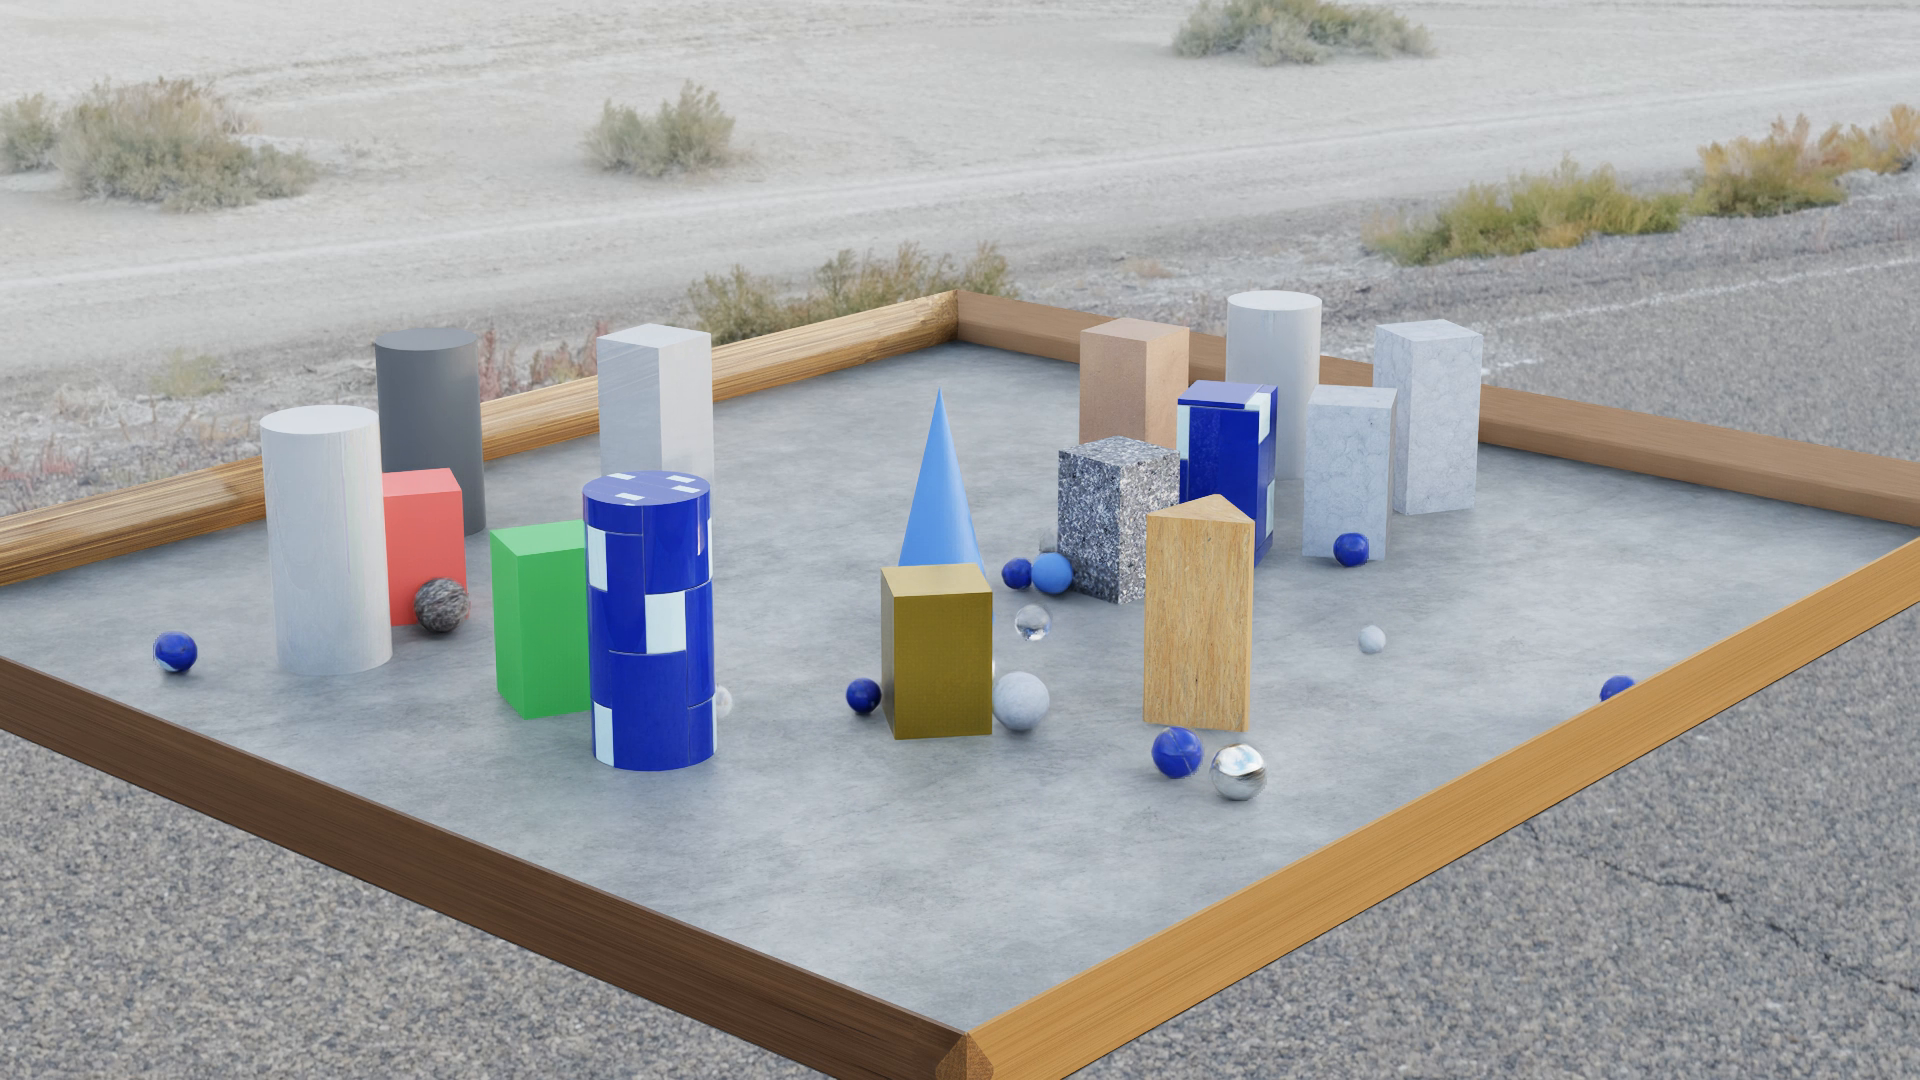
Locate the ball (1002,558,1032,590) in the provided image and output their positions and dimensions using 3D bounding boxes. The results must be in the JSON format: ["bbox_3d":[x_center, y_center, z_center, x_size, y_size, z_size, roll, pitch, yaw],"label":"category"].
[{"bbox_3d":[0.102,0.059,5.139,0.057,0.057,0.057,0,17,0],"label":"ball"}]

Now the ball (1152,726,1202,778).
[{"bbox_3d":[0.317,0.310,4.282,0.074,0.074,0.074,0,17,0],"label":"ball"}]

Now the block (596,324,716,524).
[{"bbox_3d":[-0.565,-0.201,5.464,0.149,0.368,0.149,11,20,33],"label":"block"}]

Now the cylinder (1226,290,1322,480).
[{"bbox_3d":[0.624,-0.310,5.861,0.187,0.346,0.187,0,17,0],"label":"cylinder"}]

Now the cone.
[{"bbox_3d":[-0.033,-0.062,4.934,0.187,0.407,0.187,0,17,0],"label":"cone"}]

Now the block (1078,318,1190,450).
[{"bbox_3d":[0.332,-0.235,5.614,0.149,0.346,0.149,12,21,35],"label":"block"}]

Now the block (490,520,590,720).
[{"bbox_3d":[-0.634,0.122,4.574,0.149,0.264,0.149,-8,18,-24],"label":"block"}]

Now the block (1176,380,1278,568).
[{"bbox_3d":[0.482,-0.121,5.313,0.149,0.302,0.149,5,18,17],"label":"block"}]

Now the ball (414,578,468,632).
[{"bbox_3d":[-0.870,0.110,4.914,0.091,0.091,0.091,0,17,0],"label":"ball"}]

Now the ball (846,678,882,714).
[{"bbox_3d":[-0.149,0.241,4.542,0.055,0.055,0.055,0,17,0],"label":"ball"}]

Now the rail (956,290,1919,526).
[{"bbox_3d":[0.956,-0.288,6.175,2.594,0.121,0.045,14,22,39],"label":"rail"}]

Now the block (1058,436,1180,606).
[{"bbox_3d":[0.277,-0.037,5.127,0.149,0.248,0.149,-15,23,-41],"label":"block"}]

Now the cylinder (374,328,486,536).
[{"bbox_3d":[-0.986,-0.198,5.466,0.187,0.361,0.187,0,17,0],"label":"cylinder"}]

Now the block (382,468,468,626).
[{"bbox_3d":[-0.930,0.012,5.003,0.149,0.227,0.149,-5,18,-17],"label":"block"}]

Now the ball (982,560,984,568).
[{"bbox_3d":[0.007,0.052,5.139,0.072,0.072,0.072,0,17,0],"label":"ball"}]

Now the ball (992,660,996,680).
[{"bbox_3d":[0.035,0.206,4.673,0.046,0.046,0.046,0,17,0],"label":"ball"}]

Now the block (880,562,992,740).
[{"bbox_3d":[-0.037,0.169,4.483,0.149,0.228,0.149,-3,17,-9],"label":"block"}]

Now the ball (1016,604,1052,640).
[{"bbox_3d":[0.122,0.137,4.877,0.061,0.061,0.061,0,17,0],"label":"ball"}]

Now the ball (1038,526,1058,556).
[{"bbox_3d":[0.178,0.011,5.272,0.074,0.074,0.074,0,17,0],"label":"ball"}]

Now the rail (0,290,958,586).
[{"bbox_3d":[-0.961,-0.211,5.920,0.045,0.121,2.965,14,22,39],"label":"rail"}]

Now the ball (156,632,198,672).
[{"bbox_3d":[-1.262,0.181,4.723,0.067,0.067,0.067,0,17,0],"label":"ball"}]

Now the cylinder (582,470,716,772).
[{"bbox_3d":[-0.458,0.118,4.340,0.187,0.407,0.187,0,17,0],"label":"cylinder"}]

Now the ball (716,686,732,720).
[{"bbox_3d":[-0.377,0.251,4.512,0.054,0.054,0.054,0,17,0],"label":"ball"}]

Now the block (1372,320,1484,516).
[{"bbox_3d":[0.893,-0.237,5.633,0.149,0.339,0.149,-6,18,-20],"label":"block"}]

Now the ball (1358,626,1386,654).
[{"bbox_3d":[0.676,0.164,4.815,0.045,0.045,0.045,0,17,0],"label":"ball"}]

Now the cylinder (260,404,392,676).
[{"bbox_3d":[-1.024,-0.001,4.744,0.187,0.401,0.187,0,17,0],"label":"cylinder"}]

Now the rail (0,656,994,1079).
[{"bbox_3d":[-0.956,0.349,4.067,2.594,0.121,0.045,14,22,39],"label":"rail"}]

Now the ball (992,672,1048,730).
[{"bbox_3d":[0.091,0.246,4.466,0.090,0.090,0.090,0,17,0],"label":"ball"}]

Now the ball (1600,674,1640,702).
[{"bbox_3d":[1.021,0.241,4.521,0.067,0.067,0.067,0,17,0],"label":"ball"}]

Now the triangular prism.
[{"bbox_3d":[0.378,0.107,4.507,0.162,0.332,0.140,5,17,15],"label":"triangular prism"}]

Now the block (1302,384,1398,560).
[{"bbox_3d":[0.712,-0.125,5.354,0.149,0.285,0.149,4,17,12],"label":"block"}]

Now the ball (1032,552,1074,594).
[{"bbox_3d":[0.161,0.059,5.113,0.073,0.073,0.073,0,17,0],"label":"ball"}]

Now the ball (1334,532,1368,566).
[{"bbox_3d":[0.702,0.017,5.269,0.063,0.063,0.063,0,17,0],"label":"ball"}]

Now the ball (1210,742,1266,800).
[{"bbox_3d":[0.399,0.331,4.199,0.081,0.081,0.081,0,17,0],"label":"ball"}]

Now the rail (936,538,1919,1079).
[{"bbox_3d":[0.961,0.272,4.322,0.045,0.121,2.965,14,22,39],"label":"rail"}]
